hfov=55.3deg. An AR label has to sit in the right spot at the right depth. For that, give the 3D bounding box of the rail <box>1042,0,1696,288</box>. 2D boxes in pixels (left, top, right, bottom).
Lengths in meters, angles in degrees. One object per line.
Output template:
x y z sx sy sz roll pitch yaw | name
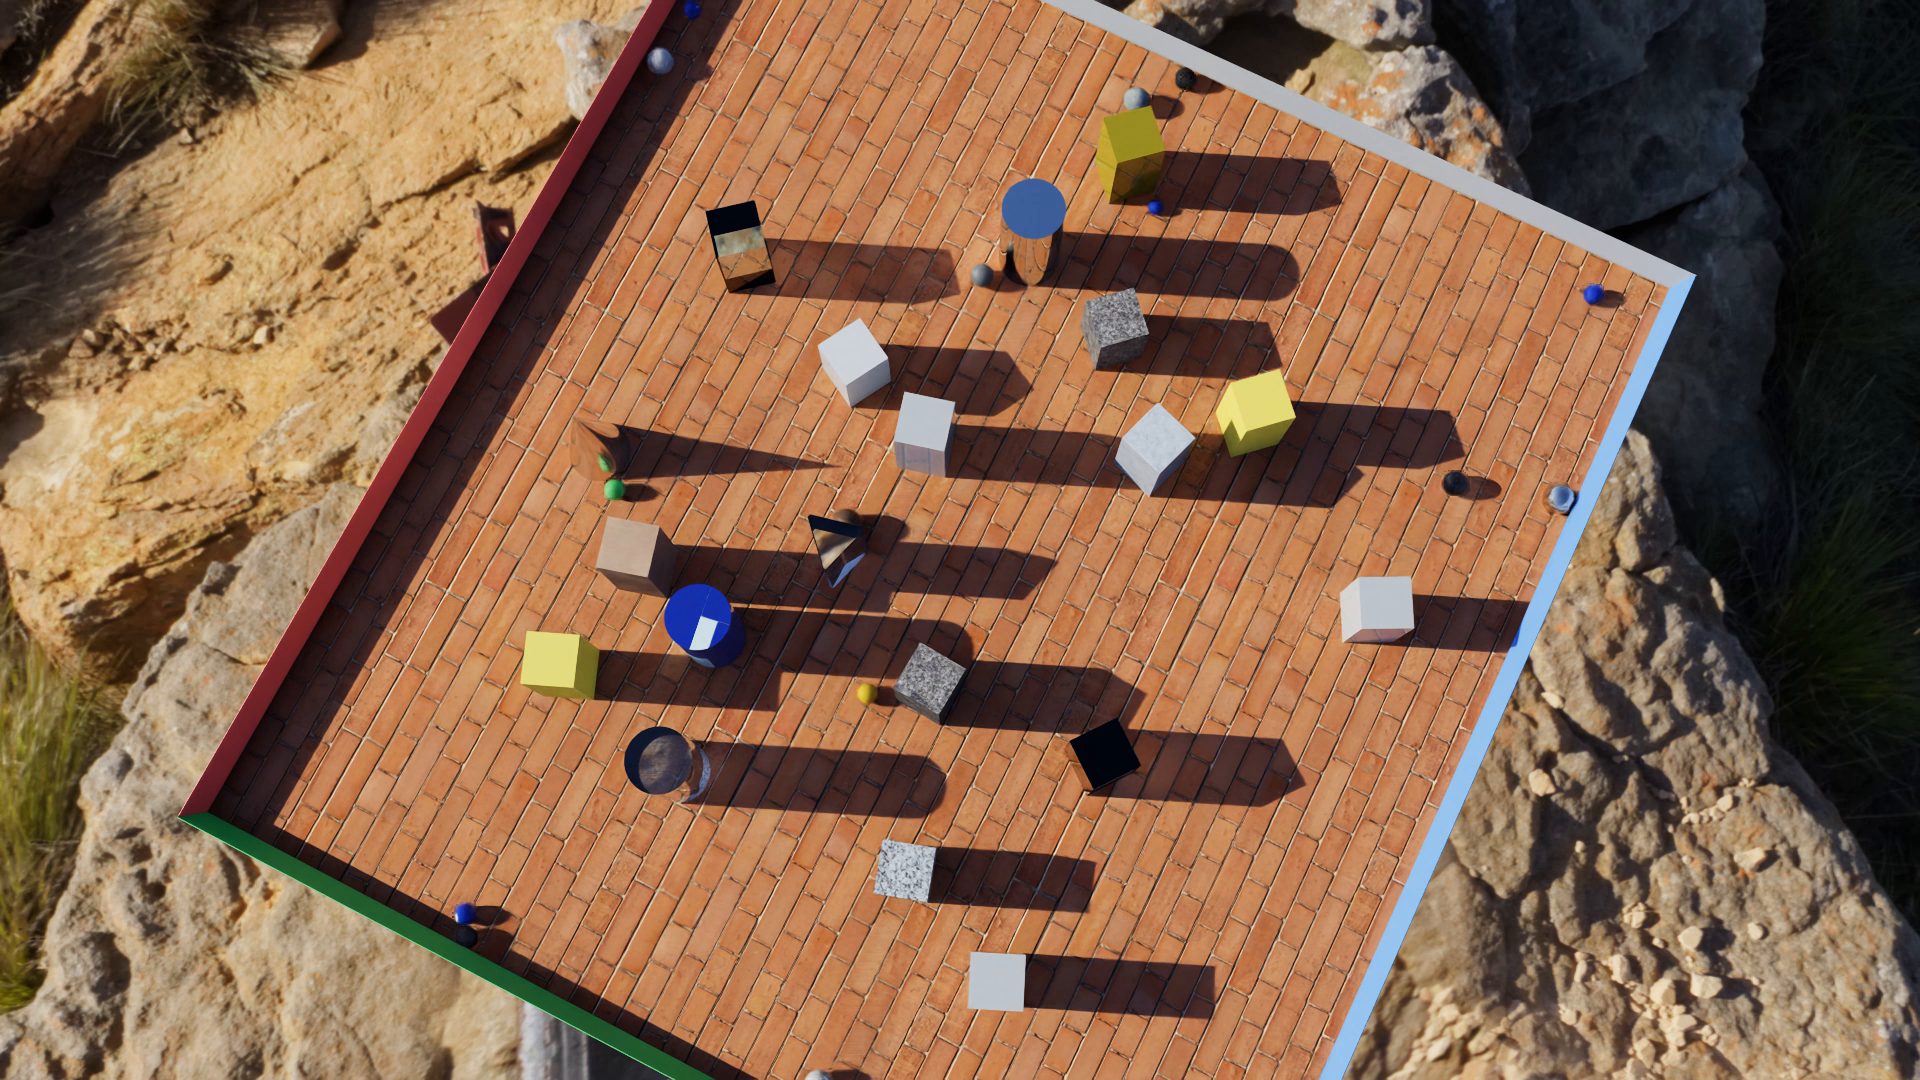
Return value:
0.776 -1.514 5.865 3.328 0.124 0.045 26 80 5 | rail

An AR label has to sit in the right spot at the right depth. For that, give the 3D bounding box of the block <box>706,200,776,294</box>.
-0.673 -0.900 5.642 0.152 0.314 0.152 -13 79 -3 | block

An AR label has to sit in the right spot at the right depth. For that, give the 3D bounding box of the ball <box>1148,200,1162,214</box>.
0.618 -1.056 5.810 0.048 0.048 0.048 0 78 0 | ball

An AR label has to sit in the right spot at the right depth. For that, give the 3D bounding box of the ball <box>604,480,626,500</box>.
-1.057 -0.155 5.616 0.063 0.063 0.063 0 78 0 | ball

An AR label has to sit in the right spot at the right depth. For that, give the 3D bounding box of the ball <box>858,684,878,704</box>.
-0.275 0.461 5.490 0.061 0.061 0.061 0 78 0 | ball

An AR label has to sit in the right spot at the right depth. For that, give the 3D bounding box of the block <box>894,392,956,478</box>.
-0.104 -0.314 5.516 0.152 0.324 0.152 12 79 2 | block

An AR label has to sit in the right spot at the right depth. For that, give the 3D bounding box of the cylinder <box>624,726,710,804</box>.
-0.841 0.652 5.288 0.190 0.378 0.190 0 78 0 | cylinder

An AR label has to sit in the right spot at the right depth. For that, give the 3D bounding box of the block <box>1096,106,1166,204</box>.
0.527 -1.194 5.698 0.152 0.323 0.152 -15 79 -3 | block

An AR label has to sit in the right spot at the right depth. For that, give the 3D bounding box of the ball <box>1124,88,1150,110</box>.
0.566 -1.407 5.865 0.083 0.083 0.083 0 78 0 | ball

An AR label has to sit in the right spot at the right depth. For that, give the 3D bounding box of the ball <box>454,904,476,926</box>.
-1.445 1.095 5.358 0.063 0.063 0.063 0 78 0 | ball

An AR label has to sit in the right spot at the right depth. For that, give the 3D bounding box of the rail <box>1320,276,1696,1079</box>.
1.467 0.725 5.402 0.045 0.124 3.519 26 80 5 | rail

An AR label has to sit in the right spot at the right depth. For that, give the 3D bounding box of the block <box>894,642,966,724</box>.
-0.087 0.425 5.378 0.152 0.294 0.152 30 80 6 | block

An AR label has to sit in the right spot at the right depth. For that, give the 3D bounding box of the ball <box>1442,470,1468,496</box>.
1.516 -0.172 5.612 0.079 0.079 0.079 0 78 0 | ball

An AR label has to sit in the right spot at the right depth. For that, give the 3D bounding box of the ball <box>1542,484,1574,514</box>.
1.826 -0.126 5.594 0.095 0.095 0.095 0 78 0 | ball

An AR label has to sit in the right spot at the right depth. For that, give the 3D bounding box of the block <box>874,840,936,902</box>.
-0.156 0.957 5.289 0.152 0.254 0.152 9 78 2 | block

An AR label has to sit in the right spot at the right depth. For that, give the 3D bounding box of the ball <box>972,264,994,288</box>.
0.072 -0.829 5.751 0.073 0.073 0.073 0 78 0 | ball

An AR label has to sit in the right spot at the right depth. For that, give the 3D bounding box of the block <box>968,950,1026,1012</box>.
0.102 1.249 5.203 0.152 0.303 0.152 3 78 1 | block

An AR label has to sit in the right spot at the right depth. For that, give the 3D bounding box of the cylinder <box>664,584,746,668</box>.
-0.743 0.255 5.374 0.190 0.370 0.190 0 78 0 | cylinder

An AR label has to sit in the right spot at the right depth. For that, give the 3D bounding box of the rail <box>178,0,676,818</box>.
-1.467 -0.712 5.700 0.045 0.124 3.519 26 80 5 | rail

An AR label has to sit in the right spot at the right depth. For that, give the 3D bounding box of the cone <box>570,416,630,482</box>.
-1.114 -0.316 5.474 0.190 0.408 0.190 0 78 0 | cone

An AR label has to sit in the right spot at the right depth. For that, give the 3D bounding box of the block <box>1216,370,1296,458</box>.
0.890 -0.379 5.535 0.152 0.313 0.152 -16 79 -3 | block

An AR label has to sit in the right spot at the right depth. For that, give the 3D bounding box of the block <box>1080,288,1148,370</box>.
0.473 -0.645 5.628 0.152 0.238 0.152 -16 79 -3 | block

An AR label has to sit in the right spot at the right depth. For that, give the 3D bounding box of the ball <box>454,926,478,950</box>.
-1.439 1.160 5.343 0.066 0.066 0.066 0 78 0 | ball

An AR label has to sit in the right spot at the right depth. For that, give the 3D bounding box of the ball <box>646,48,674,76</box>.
-0.965 -1.538 5.891 0.085 0.085 0.085 0 78 0 | ball

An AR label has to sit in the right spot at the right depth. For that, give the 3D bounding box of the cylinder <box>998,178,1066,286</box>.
0.218 -0.935 5.601 0.190 0.408 0.190 0 78 0 | cylinder

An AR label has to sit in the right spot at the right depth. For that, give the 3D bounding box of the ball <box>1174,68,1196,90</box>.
0.723 -1.482 5.888 0.069 0.069 0.069 0 78 0 | ball

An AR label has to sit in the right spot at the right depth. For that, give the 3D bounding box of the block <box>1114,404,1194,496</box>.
0.583 -0.269 5.518 0.152 0.301 0.152 44 82 8 | block

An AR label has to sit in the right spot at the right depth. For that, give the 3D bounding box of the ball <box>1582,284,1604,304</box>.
1.984 -0.770 5.745 0.061 0.061 0.061 0 78 0 | ball

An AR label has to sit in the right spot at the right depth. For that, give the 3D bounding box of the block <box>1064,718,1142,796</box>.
0.413 0.634 5.343 0.152 0.279 0.152 -26 79 -5 | block

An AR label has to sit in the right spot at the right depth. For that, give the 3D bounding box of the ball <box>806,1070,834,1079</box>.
-0.403 1.562 5.248 0.088 0.088 0.088 0 78 0 | ball

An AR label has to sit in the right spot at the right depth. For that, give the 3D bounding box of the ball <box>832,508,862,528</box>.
-0.344 -0.049 5.578 0.095 0.095 0.095 0 78 0 | ball

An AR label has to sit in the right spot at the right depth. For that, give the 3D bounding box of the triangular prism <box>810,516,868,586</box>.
-0.387 0.008 5.456 0.143 0.311 0.165 43 81 8 | triangular prism

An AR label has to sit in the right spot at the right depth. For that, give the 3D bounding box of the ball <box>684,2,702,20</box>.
-0.867 -1.717 5.943 0.056 0.056 0.056 0 78 0 | ball

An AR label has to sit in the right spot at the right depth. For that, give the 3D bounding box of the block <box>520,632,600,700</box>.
-1.172 0.371 5.388 0.152 0.298 0.152 4 78 1 | block

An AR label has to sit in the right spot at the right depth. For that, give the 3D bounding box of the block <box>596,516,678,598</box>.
-0.951 0.055 5.421 0.152 0.360 0.152 11 79 2 | block

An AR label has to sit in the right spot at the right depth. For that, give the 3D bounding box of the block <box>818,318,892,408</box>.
-0.321 -0.540 5.605 0.152 0.240 0.152 -34 80 -7 | block

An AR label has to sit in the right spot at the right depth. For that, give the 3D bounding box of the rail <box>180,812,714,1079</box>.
-0.776 1.527 5.236 3.328 0.124 0.045 26 80 5 | rail

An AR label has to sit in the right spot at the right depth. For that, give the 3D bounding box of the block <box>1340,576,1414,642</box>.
1.234 0.208 5.437 0.152 0.267 0.152 -1 78 0 | block
